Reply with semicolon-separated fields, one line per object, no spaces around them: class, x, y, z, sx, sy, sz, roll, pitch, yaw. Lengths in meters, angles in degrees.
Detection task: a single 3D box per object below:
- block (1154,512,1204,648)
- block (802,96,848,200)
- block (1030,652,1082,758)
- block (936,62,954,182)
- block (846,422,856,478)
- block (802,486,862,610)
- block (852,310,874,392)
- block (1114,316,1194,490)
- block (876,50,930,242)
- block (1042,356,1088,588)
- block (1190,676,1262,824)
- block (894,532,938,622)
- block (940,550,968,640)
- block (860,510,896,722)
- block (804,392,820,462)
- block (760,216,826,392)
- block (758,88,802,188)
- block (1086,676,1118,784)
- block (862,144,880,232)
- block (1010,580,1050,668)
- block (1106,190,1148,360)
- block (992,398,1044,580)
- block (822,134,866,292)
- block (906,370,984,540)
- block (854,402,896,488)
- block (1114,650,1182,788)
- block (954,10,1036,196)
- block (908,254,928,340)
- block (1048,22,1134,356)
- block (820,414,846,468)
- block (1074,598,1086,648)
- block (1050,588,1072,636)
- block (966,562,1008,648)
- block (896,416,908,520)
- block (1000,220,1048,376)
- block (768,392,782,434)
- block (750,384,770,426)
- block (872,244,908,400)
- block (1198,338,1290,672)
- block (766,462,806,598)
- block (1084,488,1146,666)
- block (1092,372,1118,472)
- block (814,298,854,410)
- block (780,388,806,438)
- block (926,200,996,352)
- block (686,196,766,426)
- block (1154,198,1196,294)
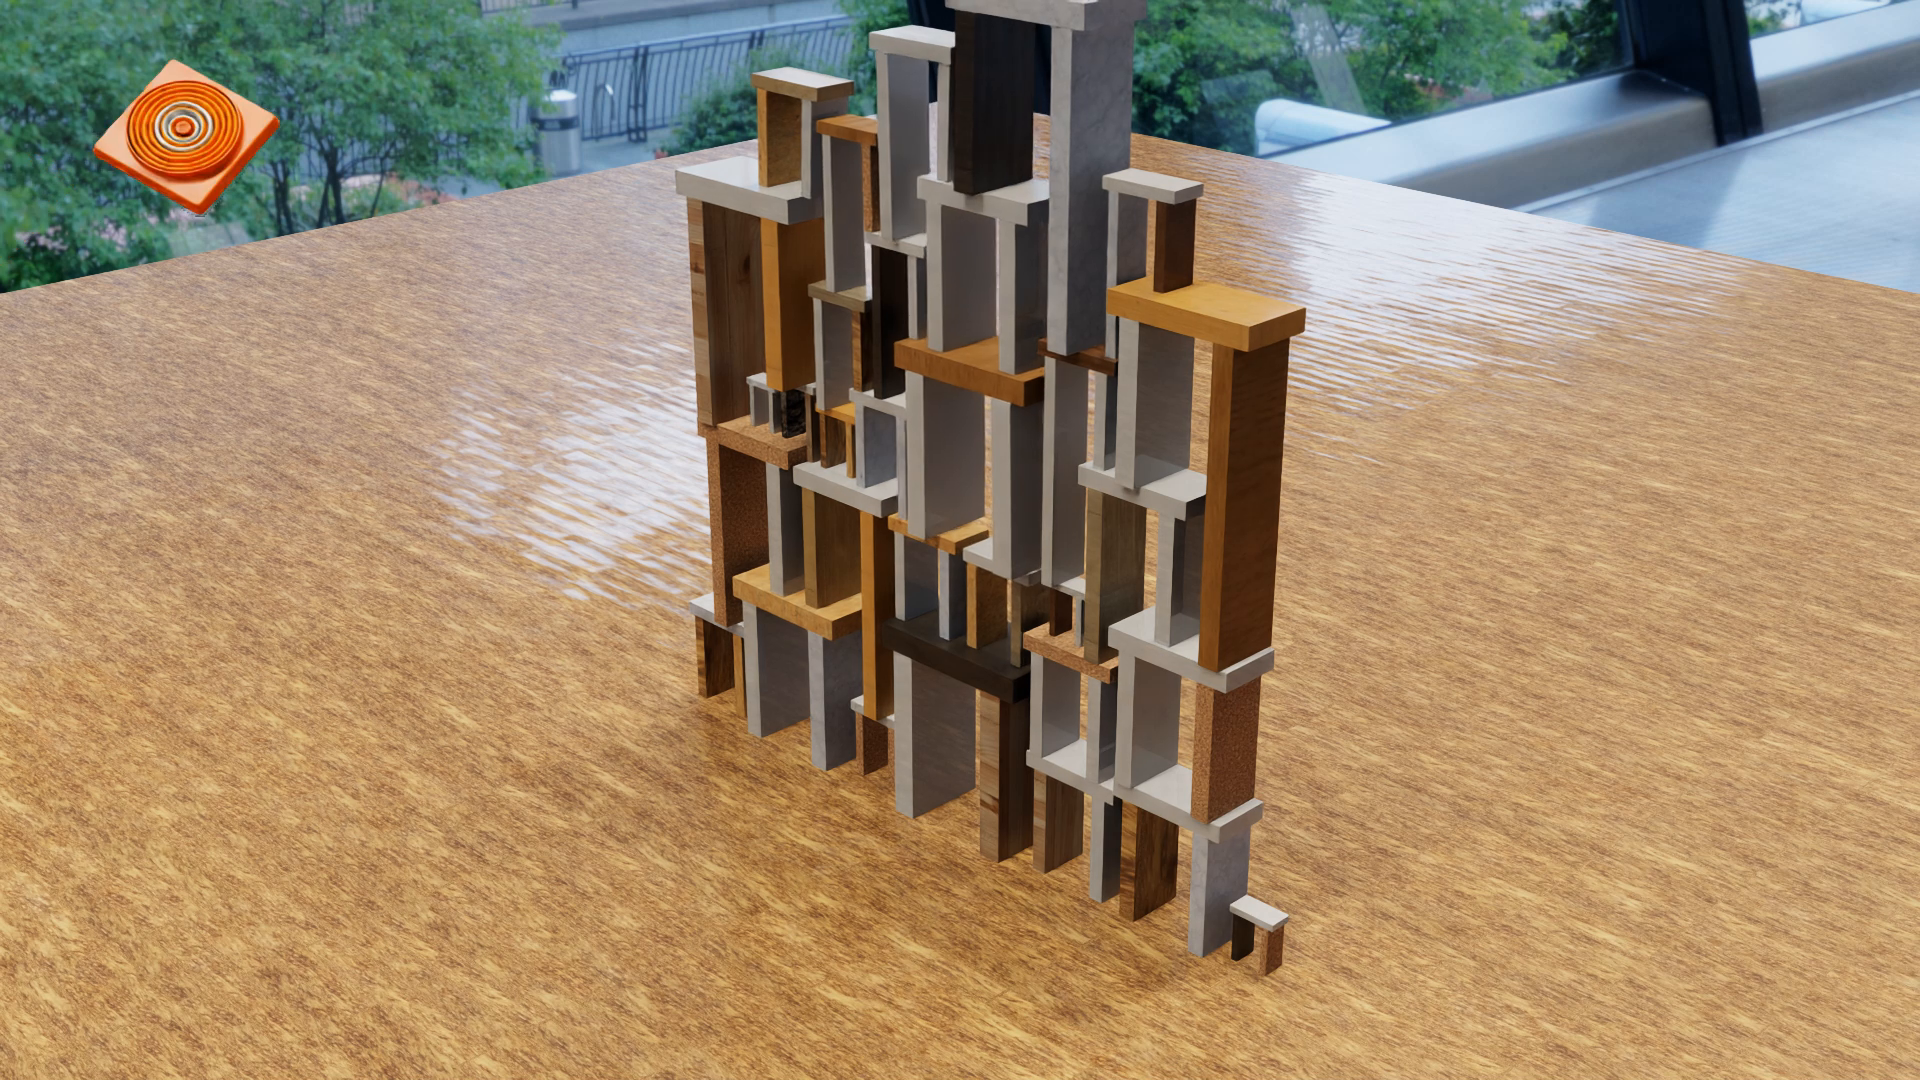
block;0.394;0.053;3.822;0.035;0.244;0.122;21;31;41
block;-0.257;-0.751;4.185;0.094;0.188;0.027;-21;34;-41
block;0.181;0.295;4.150;0.030;0.214;0.107;21;31;41
block;0.009;-0.747;3.890;0.105;0.211;0.030;-20;32;-38
block;-0.199;-0.185;4.368;0.058;0.116;0.016;-21;31;-40
block;-0.259;-0.001;4.510;0.037;0.261;0.130;21;31;41
block;-0.169;-0.374;4.247;0.023;0.163;0.081;21;31;40
block;0.333;-0.249;3.752;0.042;0.298;0.149;21;31;41
block;-0.102;-0.725;4.008;0.030;0.343;0.105;19;30;38
block;0.189;-0.130;3.957;0.025;0.438;0.089;21;31;40
block;0.467;0.353;3.864;0.038;0.266;0.133;21;31;41
block;-0.085;0.059;4.335;0.093;0.185;0.026;-21;31;-41
block;0.002;0.093;4.254;0.026;0.185;0.093;21;31;40
block;-0.137;0.136;4.434;0.131;0.454;0.037;-21;31;-40
block;-0.284;-0.233;4.441;0.057;0.147;0.016;-21;31;-40
block;-0.307;-0.482;4.357;0.172;0.345;0.049;-21;31;-41
block;-0.348;-0.787;4.267;0.094;0.188;0.027;-21;33;-40
block;0.282;0.334;4.057;0.030;0.214;0.107;21;31;41
block;-0.143;-0.661;4.088;0.082;0.164;0.023;-22;30;-40
block;0.135;0.146;4.145;0.086;0.173;0.024;-21;31;-40
block;0.283;-0.455;3.728;0.022;0.290;0.077;21;31;41
block;0.133;-0.113;4.032;0.164;0.343;0.047;-22;30;-40
block;-0.220;-0.627;4.188;0.082;0.304;0.023;-22;31;-40
block;-0.026;-0.180;4.173;0.047;0.329;0.164;21;31;40
block;-0.165;-0.196;4.319;0.024;0.173;0.086;21;31;41
block;0.342;0.304;3.979;0.038;0.266;0.133;21;31;41
block;0.060;-0.767;3.807;0.044;0.312;0.156;22;32;39
block;-0.059;-0.459;4.086;0.023;0.160;0.080;21;31;41
block;0.220;-0.598;3.723;0.044;0.556;0.156;21;31;40
block;-0.254;-0.207;4.418;0.058;0.116;0.016;-21;31;-40
block;0.233;0.144;4.030;0.014;0.096;0.048;21;31;41
block;0.187;0.126;4.072;0.014;0.096;0.048;21;31;40
block;0.052;0.114;4.220;0.024;0.173;0.086;20;30;41
block;-0.081;-0.148;4.253;0.024;0.208;0.086;21;31;40
block;0.132;-0.442;3.896;0.138;0.276;0.039;-21;30;-39
block;-0.371;-0.267;4.510;0.013;0.090;0.045;21;31;41
block;-0.413;-0.284;4.549;0.013;0.090;0.045;21;31;41
block;-0.130;-0.421;4.179;0.023;0.303;0.080;21;31;40
block;0.474;-0.066;3.677;0.042;0.576;0.149;21;31;41
block;-0.329;-0.040;4.566;0.041;0.290;0.145;21;31;41
block;0.279;0.050;3.946;0.035;0.335;0.122;21;31;41
block;0.273;-0.217;3.830;0.025;0.178;0.089;22;31;40
block;-0.247;-0.374;4.330;0.081;0.228;0.023;-22;31;-40
block;-0.337;-0.270;4.485;0.057;0.114;0.016;-21;31;-40
block;0.003;-0.494;4.017;0.138;0.276;0.039;-21;31;-40
block;-0.469;-0.486;4.532;0.049;0.475;0.172;21;31;41
block;0.355;-0.491;3.637;0.022;0.153;0.077;21;31;40
